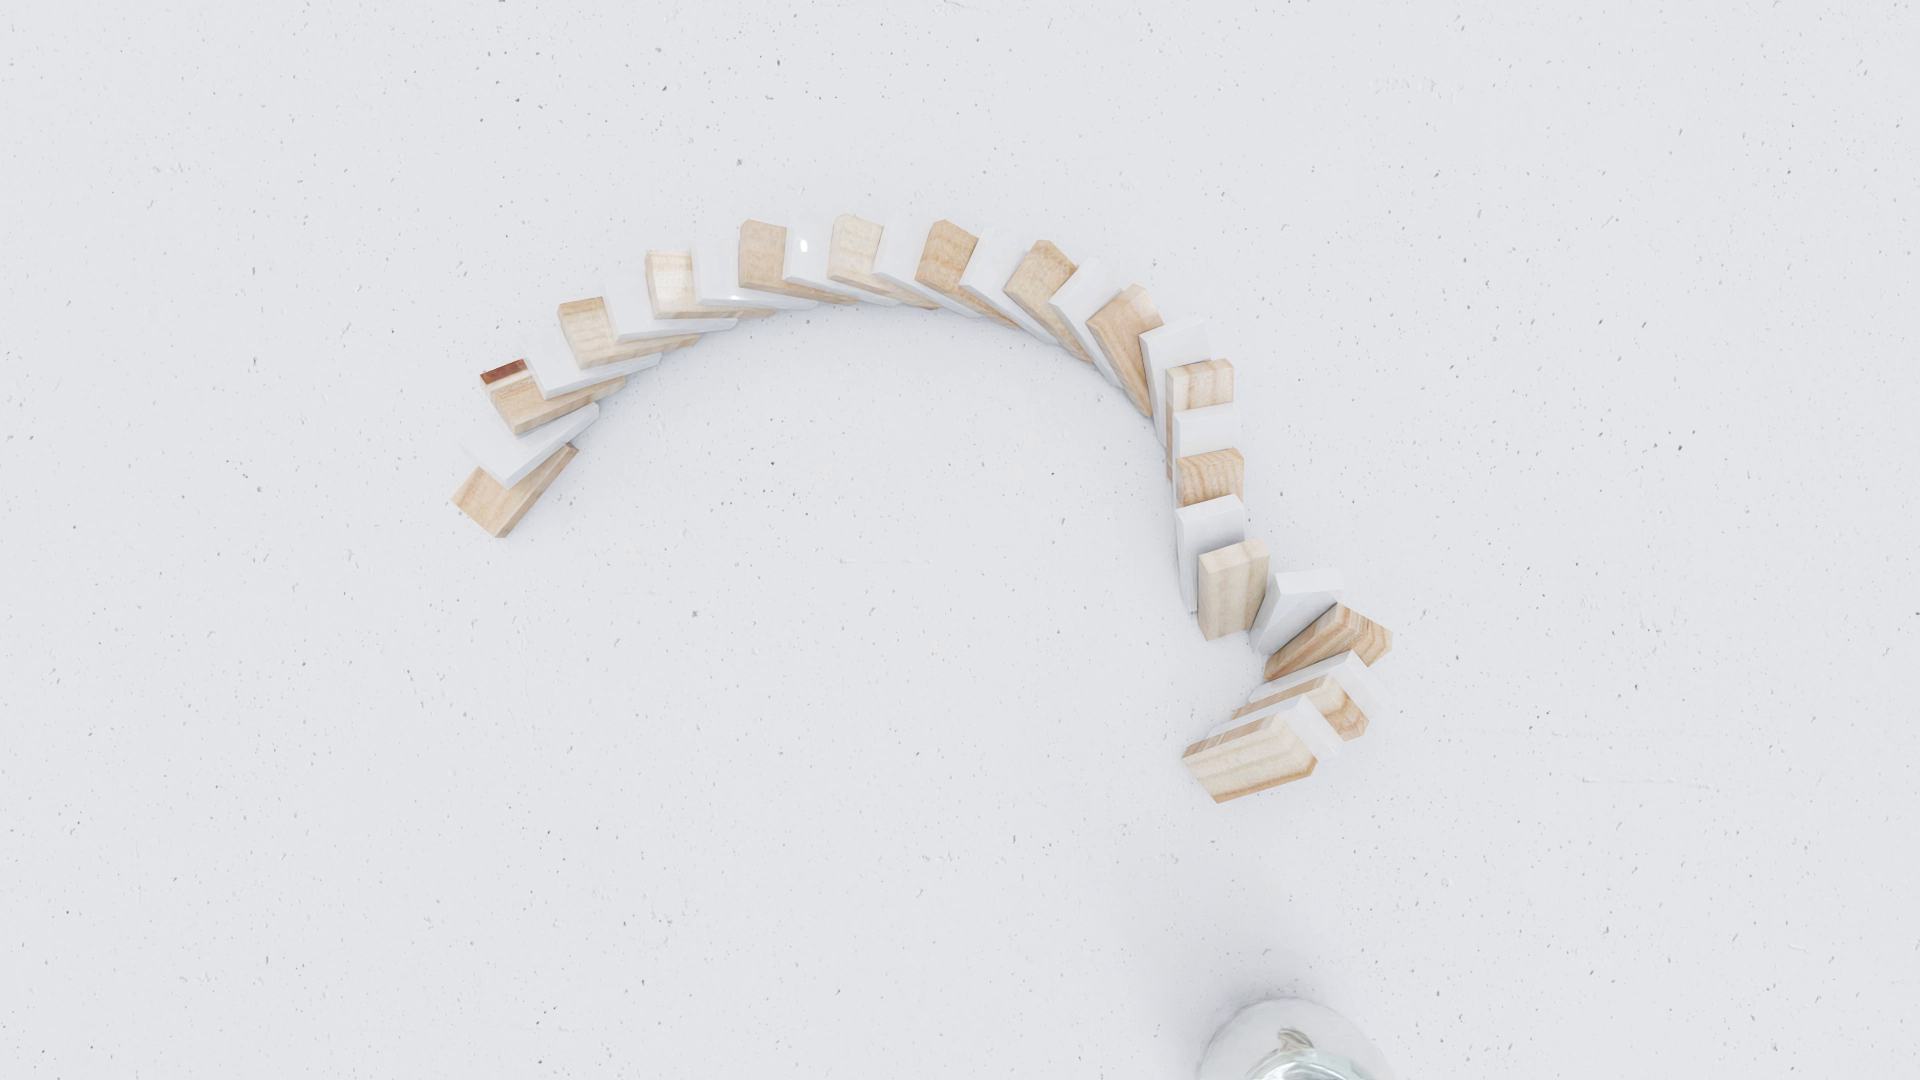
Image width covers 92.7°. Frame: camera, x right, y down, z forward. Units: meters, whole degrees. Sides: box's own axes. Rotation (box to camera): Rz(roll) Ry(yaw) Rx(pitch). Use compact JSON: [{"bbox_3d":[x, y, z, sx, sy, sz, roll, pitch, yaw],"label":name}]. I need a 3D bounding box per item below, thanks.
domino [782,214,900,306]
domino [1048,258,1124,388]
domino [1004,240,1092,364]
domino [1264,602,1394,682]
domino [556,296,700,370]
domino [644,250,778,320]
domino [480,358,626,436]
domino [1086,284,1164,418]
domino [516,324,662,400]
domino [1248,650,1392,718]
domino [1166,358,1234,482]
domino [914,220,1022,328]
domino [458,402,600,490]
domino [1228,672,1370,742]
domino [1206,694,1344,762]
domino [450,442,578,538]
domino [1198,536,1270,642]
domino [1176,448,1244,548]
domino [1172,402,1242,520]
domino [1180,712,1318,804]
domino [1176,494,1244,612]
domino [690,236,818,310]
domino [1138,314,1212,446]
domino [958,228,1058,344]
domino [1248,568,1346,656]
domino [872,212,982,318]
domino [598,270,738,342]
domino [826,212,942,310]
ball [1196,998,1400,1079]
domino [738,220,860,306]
[{"bbox_3d":[-0.048,-0.116,0.383,0.050,0.009,0.025,6,90,-33],"label":"domino"},{"bbox_3d":[0.061,-0.090,0.382,0.025,0.010,0.050,-47,124,0],"label":"domino"},{"bbox_3d":[0.044,-0.099,0.382,0.050,0.009,0.025,34,90,-34],"label":"domino"},{"bbox_3d":[0.151,0.048,0.378,0.025,0.050,0.010,28,50,0],"label":"domino"},{"bbox_3d":[-0.138,-0.090,0.383,0.050,0.010,0.025,-23,90,-32],"label":"domino"},{"bbox_3d":[-0.103,-0.106,0.383,0.050,0.010,0.025,-10,90,-32],"label":"domino"},{"bbox_3d":[-0.169,-0.066,0.382,0.050,0.009,0.025,-34,89,-33],"label":"domino"},{"bbox_3d":[0.075,-0.078,0.382,0.025,0.010,0.050,-40,125,0],"label":"domino"},{"bbox_3d":[-0.154,-0.079,0.383,0.050,0.009,0.025,-28,90,-32],"label":"domino"},{"bbox_3d":[0.147,0.066,0.378,0.025,0.050,0.010,50,48,0],"label":"domino"},{"bbox_3d":[0.100,-0.048,0.382,0.025,0.009,0.050,-11,123,-3],"label":"domino"},{"bbox_3d":[0.008,-0.110,0.383,0.050,0.009,0.025,19,89,-32],"label":"domino"},{"bbox_3d":[-0.179,-0.047,0.384,0.025,0.009,0.050,40,61,0],"label":"domino"},{"bbox_3d":[0.139,0.075,0.378,0.025,0.050,0.010,50,48,0],"label":"domino"},{"bbox_3d":[0.129,0.083,0.378,0.025,0.050,0.010,50,48,0],"label":"domino"},{"bbox_3d":[-0.192,-0.028,0.395,0.025,0.010,0.050,40,90,0],"label":"domino"},{"bbox_3d":[0.112,0.021,0.378,0.025,0.050,0.009,-17,50,0],"label":"domino"},{"bbox_3d":[0.104,-0.012,0.382,0.025,0.009,0.050,-10,123,0],"label":"domino"},{"bbox_3d":[0.102,-0.031,0.382,0.025,0.010,0.050,-10,123,-2],"label":"domino"},{"bbox_3d":[0.118,0.091,0.378,0.025,0.050,0.009,50,48,0],"label":"domino"},{"bbox_3d":[0.104,0.006,0.381,0.025,0.009,0.050,-15,129,0],"label":"domino"},{"bbox_3d":[-0.085,-0.111,0.383,0.050,0.010,0.025,-6,90,-32],"label":"domino"},{"bbox_3d":[0.092,-0.066,0.382,0.025,0.010,0.050,-21,124,-2],"label":"domino"},{"bbox_3d":[0.026,-0.105,0.382,0.050,0.010,0.025,25,90,-33],"label":"domino"},{"bbox_3d":[0.137,0.030,0.377,0.025,0.050,0.009,-5,55,0],"label":"domino"},{"bbox_3d":[-0.010,-0.114,0.383,0.050,0.009,0.025,16,90,-32],"label":"domino"},{"bbox_3d":[-0.121,-0.099,0.383,0.050,0.009,0.025,-16,90,-32],"label":"domino"},{"bbox_3d":[-0.029,-0.115,0.383,0.050,0.010,0.025,9,90,-33],"label":"domino"},{"bbox_3d":[0.134,0.225,0.360,0.080,0.080,0.080,0,90,0],"label":"ball"},{"bbox_3d":[-0.066,-0.115,0.383,0.050,0.009,0.025,2,90,-33],"label":"domino"}]
